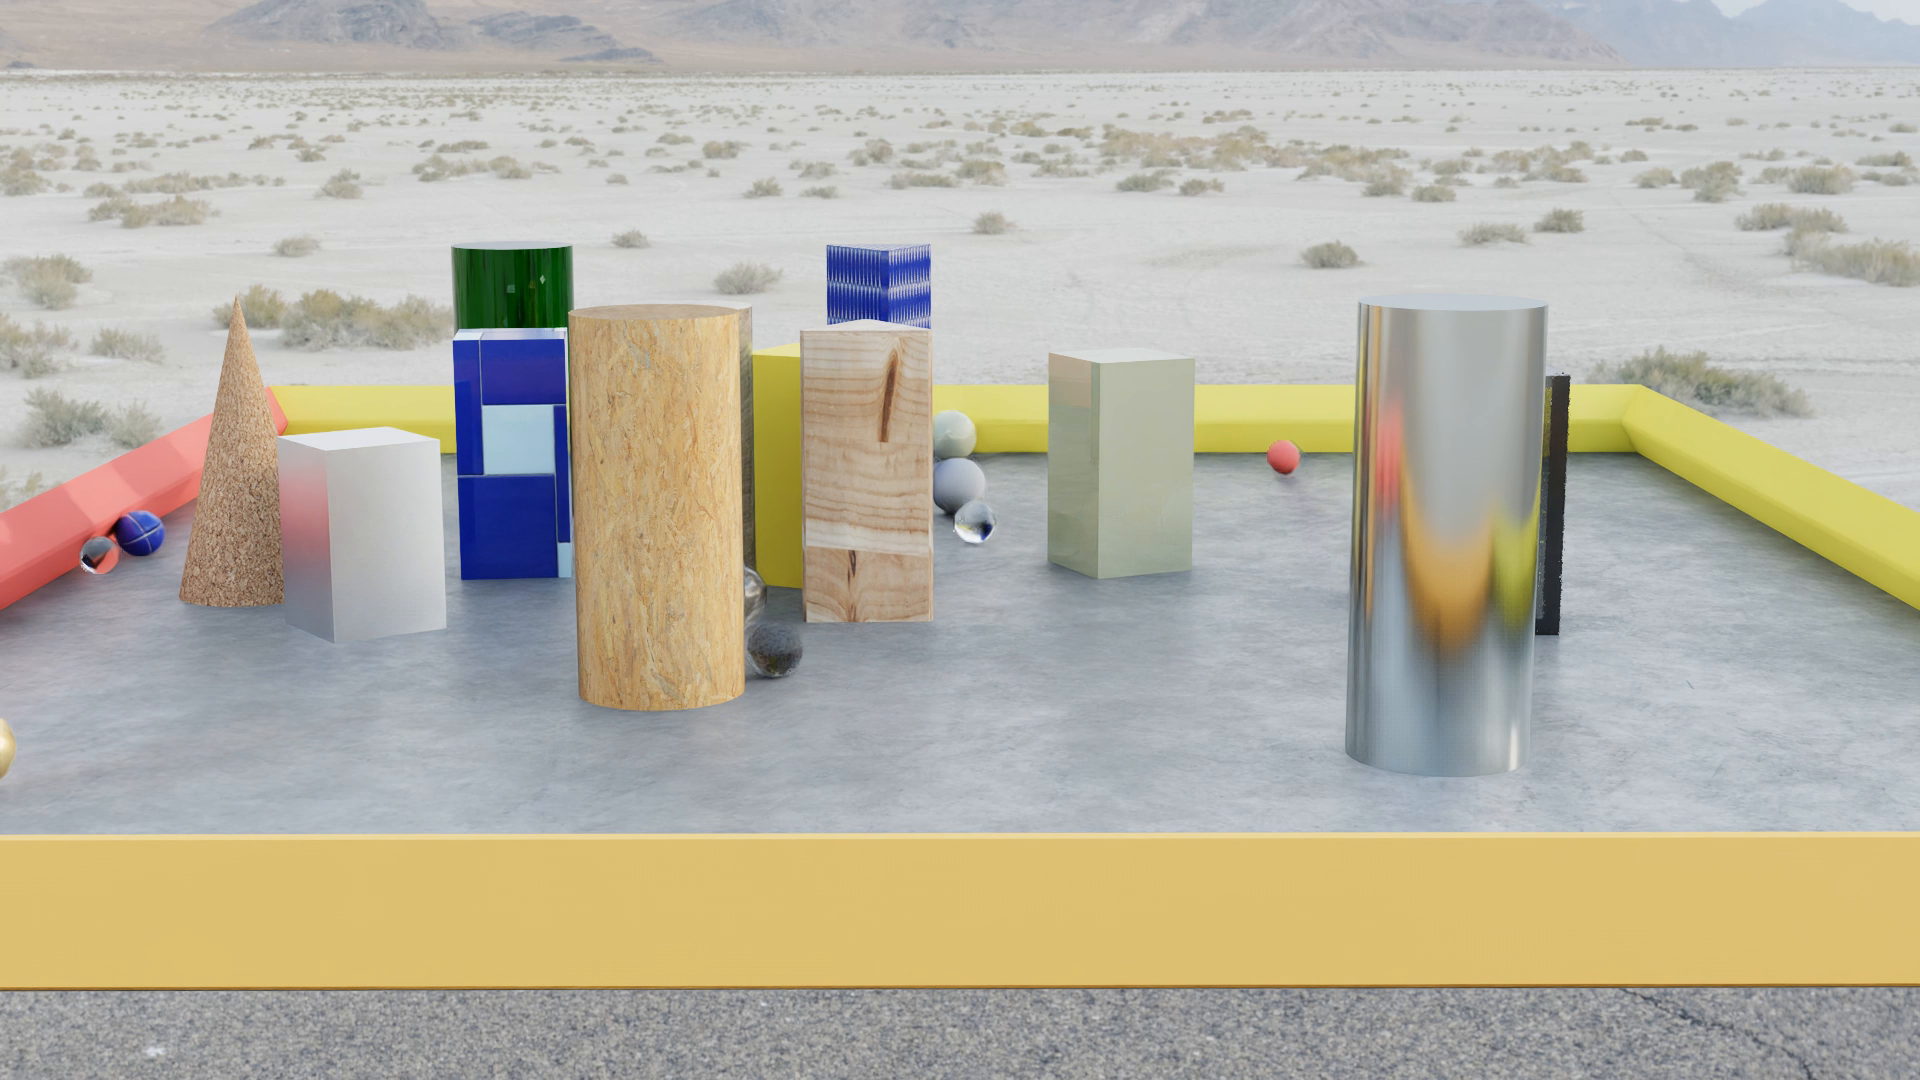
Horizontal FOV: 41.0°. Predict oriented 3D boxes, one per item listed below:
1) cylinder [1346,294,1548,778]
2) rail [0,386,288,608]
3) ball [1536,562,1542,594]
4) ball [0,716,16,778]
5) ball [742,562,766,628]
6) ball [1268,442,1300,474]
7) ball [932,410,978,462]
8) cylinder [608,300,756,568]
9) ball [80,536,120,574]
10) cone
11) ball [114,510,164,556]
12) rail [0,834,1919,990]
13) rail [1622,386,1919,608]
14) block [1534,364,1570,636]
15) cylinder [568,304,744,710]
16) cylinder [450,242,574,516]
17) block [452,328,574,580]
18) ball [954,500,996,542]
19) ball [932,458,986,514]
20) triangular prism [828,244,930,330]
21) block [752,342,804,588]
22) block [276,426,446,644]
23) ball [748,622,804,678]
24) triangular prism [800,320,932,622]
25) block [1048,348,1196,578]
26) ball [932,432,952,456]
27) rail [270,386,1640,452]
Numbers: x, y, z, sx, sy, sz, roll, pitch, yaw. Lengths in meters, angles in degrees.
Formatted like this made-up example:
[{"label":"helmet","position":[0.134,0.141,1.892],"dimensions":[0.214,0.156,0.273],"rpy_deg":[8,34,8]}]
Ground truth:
[{"label":"cylinder","position":[0.511,-0.010,2.706],"dimensions":[0.195,0.483,0.195],"rpy_deg":[0,11,0]},{"label":"rail","position":[-1.275,0.034,3.442],"dimensions":[0.045,0.127,2.879],"rpy_deg":[0,11,0]},{"label":"ball","position":[0.756,0.050,3.499],"dimensions":[0.077,0.077,0.077],"rpy_deg":[0,11,0]},{"label":"ball","position":[-1.004,0.212,2.607],"dimensions":[0.083,0.083,0.083],"rpy_deg":[0,11,0]},{"label":"ball","position":[-0.298,0.072,3.330],"dimensions":[0.094,0.094,0.094],"rpy_deg":[0,11,0]},{"label":"ball","position":[0.584,-0.148,4.620],"dimensions":[0.057,0.057,0.057],"rpy_deg":[0,11,0]},{"label":"ball","position":[-0.017,-0.192,4.746],"dimensions":[0.097,0.097,0.097],"rpy_deg":[0,11,0]},{"label":"cylinder","position":[-0.375,-0.112,3.460],"dimensions":[0.195,0.408,0.195],"rpy_deg":[0,11,0]},{"label":"ball","position":[-1.244,0.022,3.710],"dimensions":[0.055,0.055,0.055],"rpy_deg":[0,11,0]},{"label":"cone","position":[-0.989,-0.133,3.546],"dimensions":[0.195,0.419,0.195],"rpy_deg":[0,11,0]},{"label":"ball","position":[-1.230,-0.011,3.846],"dimensions":[0.070,0.070,0.070],"rpy_deg":[0,11,0]},{"label":"rail","position":[0.008,0.291,2.057],"dimensions":[2.597,0.127,0.045],"rpy_deg":[0,11,0]},{"label":"rail","position":[1.275,0.031,3.456],"dimensions":[0.045,0.127,2.879],"rpy_deg":[0,11,0]},{"label":"block","position":[0.697,-0.057,3.361],"dimensions":[0.156,0.337,0.156],"rpy_deg":[0,11,1]},{"label":"cylinder","position":[-0.351,-0.042,2.982],"dimensions":[0.195,0.446,0.195],"rpy_deg":[0,11,0]},{"label":"cylinder","position":[-0.723,-0.260,4.180],"dimensions":[0.195,0.438,0.195],"rpy_deg":[0,11,0]},{"label":"block","position":[-0.646,-0.128,3.724],"dimensions":[0.156,0.344,0.156],"rpy_deg":[-1,11,-7]},{"label":"ball","position":[0.023,-0.028,3.951],"dimensions":[0.065,0.065,0.065],"rpy_deg":[0,11,0]},{"label":"ball","position":[-0.004,-0.088,4.198],"dimensions":[0.093,0.093,0.093],"rpy_deg":[0,11,0]},{"label":"triangular prism","position":[-0.109,-0.265,4.215],"dimensions":[0.146,0.435,0.169],"rpy_deg":[-7,13,-35]},{"label":"block","position":[-0.203,-0.107,3.656],"dimensions":[0.156,0.327,0.156],"rpy_deg":[5,12,26]},{"label":"block","position":[-0.781,-0.010,3.349],"dimensions":[0.156,0.249,0.156],"rpy_deg":[-8,13,-37]},{"label":"ball","position":[-0.222,0.131,3.085],"dimensions":[0.067,0.067,0.067],"rpy_deg":[0,11,0]},{"label":"triangular prism","position":[-0.124,-0.096,3.434],"dimensions":[0.169,0.386,0.146],"rpy_deg":[0,11,-2]},{"label":"block","position":[0.234,-0.116,3.750],"dimensions":[0.156,0.310,0.156],"rpy_deg":[-5,12,-25]},{"label":"ball","position":[-0.039,-0.180,4.825],"dimensions":[0.045,0.045,0.045],"rpy_deg":[0,11,0]},{"label":"rail","position":[-0.008,-0.226,4.841],"dimensions":[2.597,0.127,0.045],"rpy_deg":[0,11,0]}]
